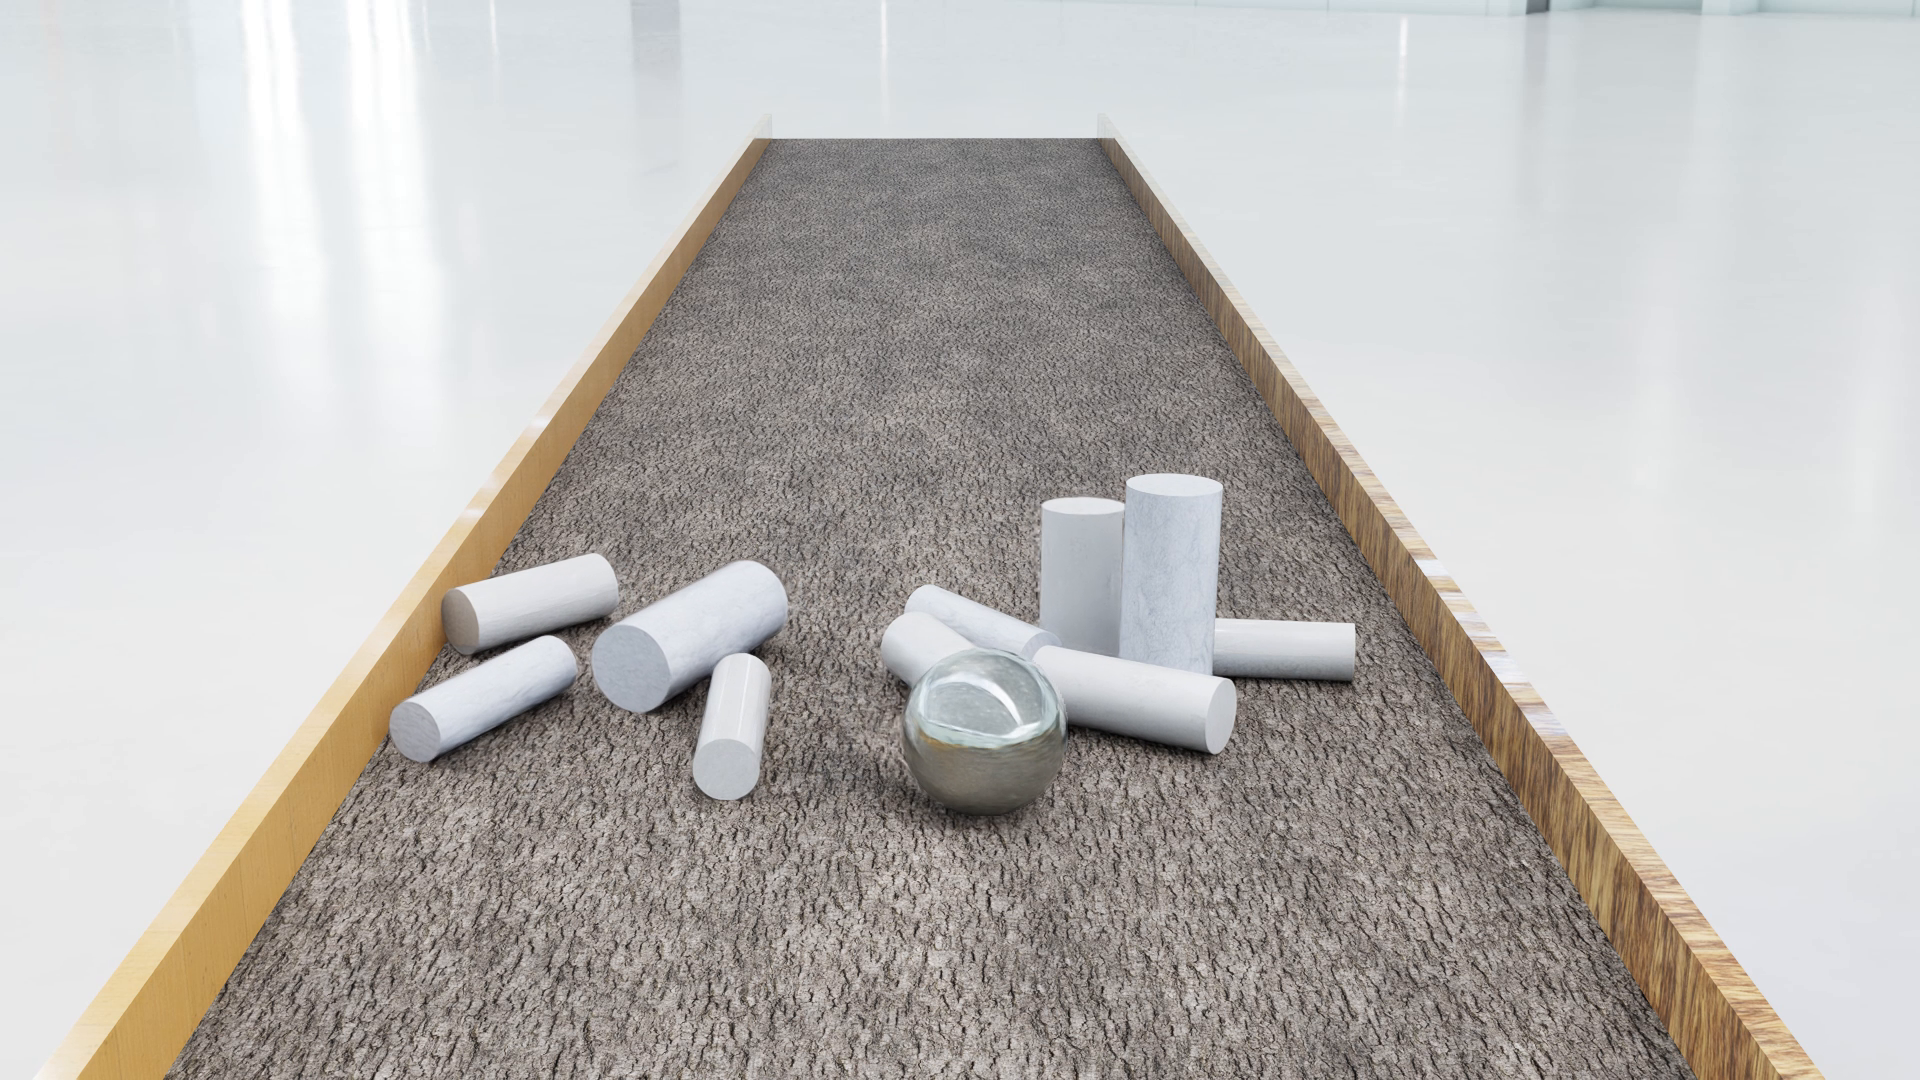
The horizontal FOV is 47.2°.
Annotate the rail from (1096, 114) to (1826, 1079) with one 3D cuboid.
[{"bbox_3d":[0.932,-0.844,7.801,0.050,0.150,12.000,0,17,-1],"label":"rail"}]

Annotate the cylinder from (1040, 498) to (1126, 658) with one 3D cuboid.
[{"bbox_3d":[0.243,0.087,4.363,0.167,0.315,0.167,0,12,0],"label":"cylinder"}]

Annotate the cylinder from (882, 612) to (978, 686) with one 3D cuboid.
[{"bbox_3d":[0.001,0.260,4.113,0.136,0.136,0.435,-8,18,-24],"label":"cylinder"}]

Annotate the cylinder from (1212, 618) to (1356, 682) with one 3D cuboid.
[{"bbox_3d":[0.593,0.213,4.310,0.351,0.114,0.114,2,17,6],"label":"cylinder"}]

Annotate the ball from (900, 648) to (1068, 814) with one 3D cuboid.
[{"bbox_3d":[0.040,0.318,3.669,0.278,0.278,0.278,0,17,0],"label":"ball"}]

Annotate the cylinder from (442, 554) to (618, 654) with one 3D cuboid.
[{"bbox_3d":[-0.887,0.130,4.548,0.138,0.138,0.342,16,23,43],"label":"cylinder"}]

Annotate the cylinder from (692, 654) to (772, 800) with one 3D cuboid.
[{"bbox_3d":[-0.403,0.327,3.926,0.113,0.113,0.429,-1,17,-2],"label":"cylinder"}]

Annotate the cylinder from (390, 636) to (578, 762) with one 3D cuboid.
[{"bbox_3d":[-0.873,0.289,4.056,0.114,0.114,0.400,8,18,26],"label":"cylinder"}]

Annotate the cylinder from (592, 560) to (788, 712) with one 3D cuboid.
[{"bbox_3d":[-0.522,0.183,4.306,0.174,0.174,0.446,8,18,24],"label":"cylinder"}]

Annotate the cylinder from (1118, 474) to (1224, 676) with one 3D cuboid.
[{"bbox_3d":[0.394,0.099,4.148,0.180,0.418,0.180,1,15,0],"label":"cylinder"}]

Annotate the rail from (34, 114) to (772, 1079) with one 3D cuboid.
[{"bbox_3d":[-1.118,-0.838,7.780,0.050,0.150,12.000,0,17,-1],"label":"rail"}]

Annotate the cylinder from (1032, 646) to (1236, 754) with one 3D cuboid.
[{"bbox_3d":[0.310,0.289,4.013,0.362,0.137,0.137,9,19,29],"label":"cylinder"}]

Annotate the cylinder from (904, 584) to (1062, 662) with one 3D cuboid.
[{"bbox_3d":[0.043,0.189,4.396,0.112,0.112,0.375,-12,20,-35],"label":"cylinder"}]
